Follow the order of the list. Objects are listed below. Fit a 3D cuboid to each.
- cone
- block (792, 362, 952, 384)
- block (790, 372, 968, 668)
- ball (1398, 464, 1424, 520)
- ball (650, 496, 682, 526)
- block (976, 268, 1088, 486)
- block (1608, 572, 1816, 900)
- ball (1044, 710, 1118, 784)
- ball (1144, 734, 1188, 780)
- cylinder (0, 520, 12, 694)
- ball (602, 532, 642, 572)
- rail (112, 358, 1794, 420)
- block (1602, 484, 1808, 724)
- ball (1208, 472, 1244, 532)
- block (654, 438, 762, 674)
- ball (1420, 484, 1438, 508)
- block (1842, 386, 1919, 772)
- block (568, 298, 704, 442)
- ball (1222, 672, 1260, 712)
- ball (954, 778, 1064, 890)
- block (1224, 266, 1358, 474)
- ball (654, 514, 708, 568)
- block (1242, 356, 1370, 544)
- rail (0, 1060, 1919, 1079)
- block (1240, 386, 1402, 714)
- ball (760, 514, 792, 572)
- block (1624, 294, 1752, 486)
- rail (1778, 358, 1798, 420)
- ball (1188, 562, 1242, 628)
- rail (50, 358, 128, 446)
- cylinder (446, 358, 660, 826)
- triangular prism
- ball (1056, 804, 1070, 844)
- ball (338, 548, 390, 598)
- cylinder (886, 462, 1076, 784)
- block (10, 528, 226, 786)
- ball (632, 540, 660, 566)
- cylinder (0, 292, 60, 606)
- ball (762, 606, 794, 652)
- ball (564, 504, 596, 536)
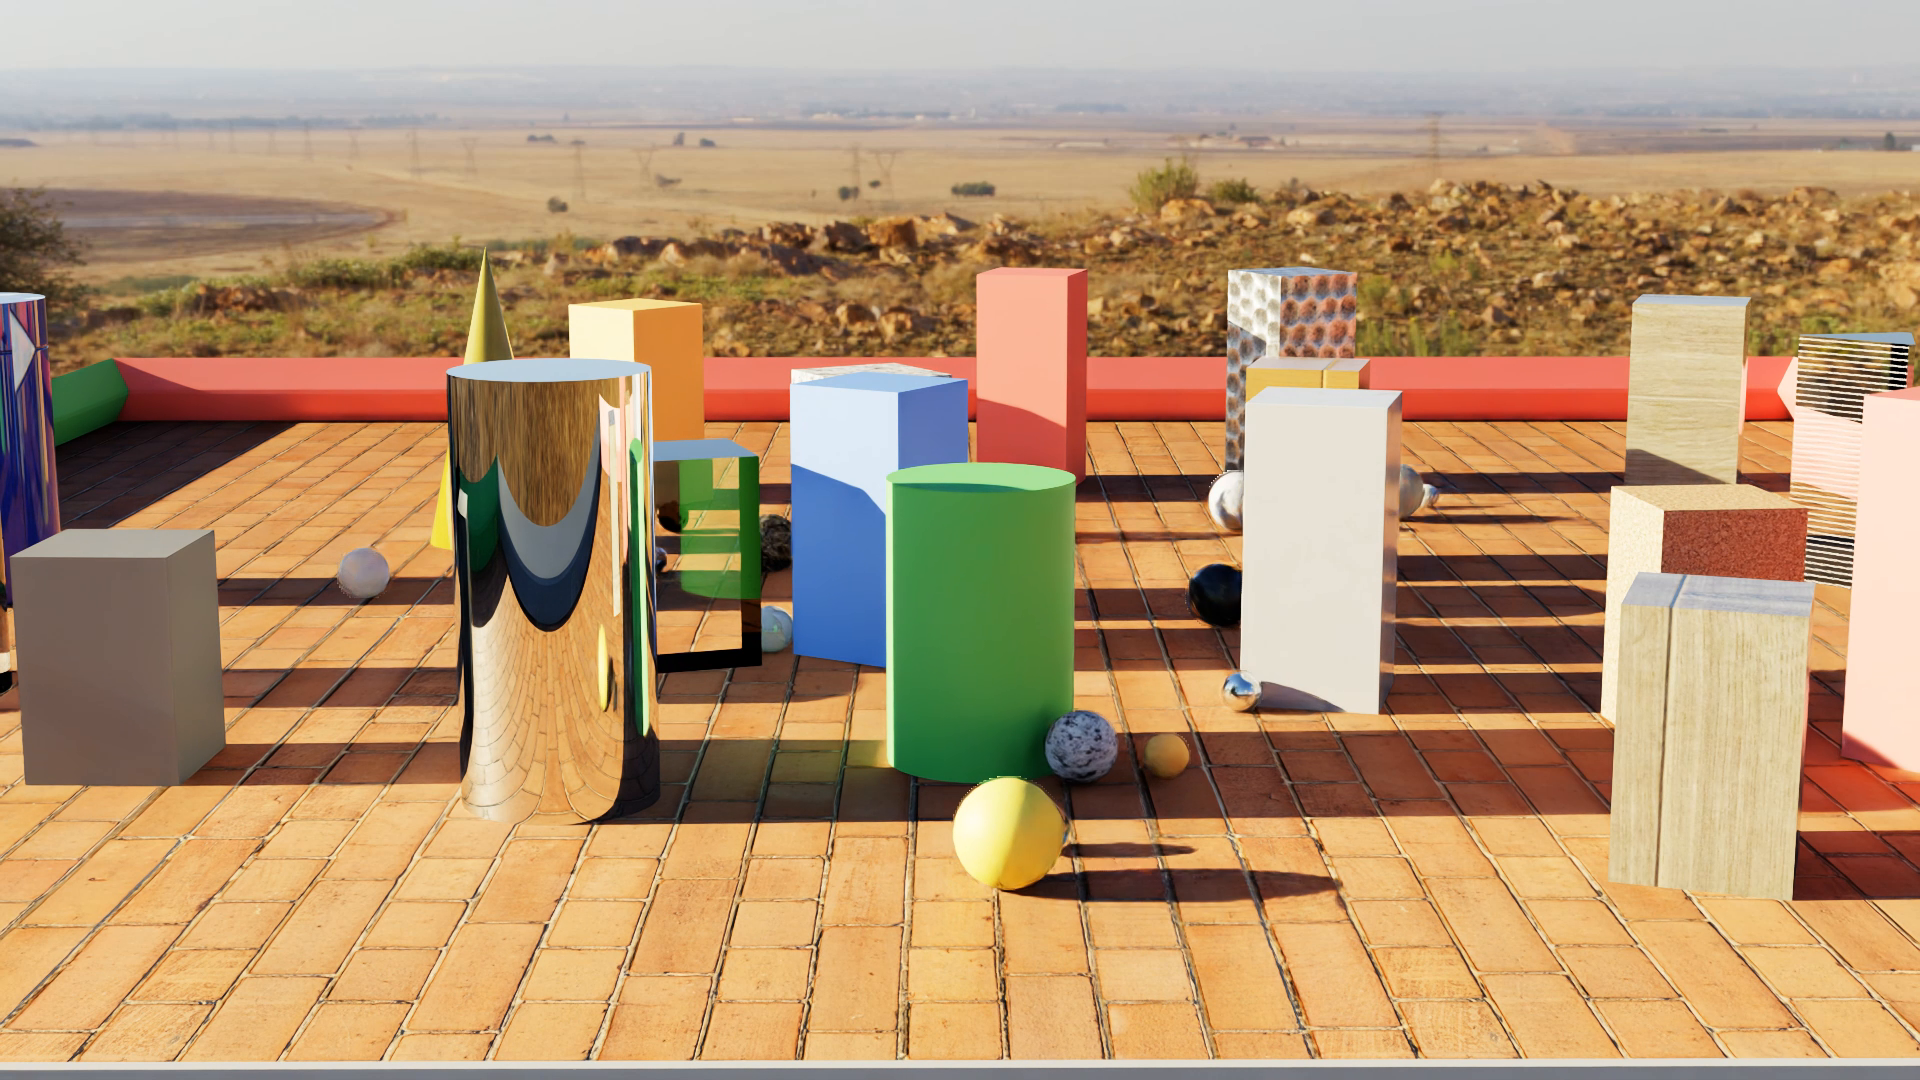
[{"bbox_3d":[-0.723,-0.224,3.950,0.199,0.454,0.199,0,10,0],"label":"cone"},{"bbox_3d":[-0.119,-0.068,3.473,0.159,0.321,0.159,-6,12,-30],"label":"block"},{"bbox_3d":[-0.100,-0.029,3.210,0.159,0.340,0.159,7,12,32],"label":"block"},{"bbox_3d":[0.706,-0.079,4.159,0.092,0.092,0.092,0,10,0],"label":"ball"},{"bbox_3d":[-0.471,-0.047,4.106,0.049,0.049,0.049,0,10,0],"label":"ball"},{"bbox_3d":[0.127,-0.282,4.486,0.159,0.373,0.159,3,11,15],"label":"block"},{"bbox_3d":[0.687,0.174,2.342,0.159,0.256,0.159,4,11,20],"label":"block"},{"bbox_3d":[0.124,0.213,2.634,0.075,0.075,0.075,0,10,0],"label":"ball"},{"bbox_3d":[0.213,0.223,2.651,0.047,0.047,0.047,0,10,0],"label":"ball"},{"bbox_3d":[-1.224,0.012,2.998,0.199,0.337,0.199,0,10,0],"label":"cylinder"},{"bbox_3d":[-0.493,0.018,3.736,0.057,0.057,0.057,0,10,0],"label":"ball"},{"bbox_3d":[-0.011,-0.310,5.306,3.488,0.129,0.045,0,10,0],"label":"rail"},{"bbox_3d":[0.815,0.082,2.822,0.159,0.263,0.159,-1,11,-6],"label":"block"},{"bbox_3d":[0.440,-0.061,4.059,0.094,0.094,0.094,0,10,0],"label":"ball"},{"bbox_3d":[-0.344,0.017,3.179,0.159,0.260,0.159,-4,11,-19],"label":"block"},{"bbox_3d":[0.776,-0.073,4.273,0.040,0.040,0.040,0,10,0],"label":"ball"},{"bbox_3d":[1.053,0.041,2.699,0.159,0.388,0.159,-9,14,-41],"label":"block"},{"bbox_3d":[-0.550,-0.239,4.382,0.159,0.327,0.159,9,14,40],"label":"block"},{"bbox_3d":[0.321,0.173,2.928,0.045,0.045,0.045,0,10,0],"label":"ball"},{"bbox_3d":[0.043,0.263,2.295,0.099,0.099,0.099,0,10,0],"label":"ball"},{"bbox_3d":[0.575,-0.281,4.475,0.159,0.375,0.159,-5,12,-27],"label":"block"},{"bbox_3d":[-0.408,0.002,3.758,0.079,0.079,0.079,0,10,0],"label":"ball"},{"bbox_3d":[0.504,-0.106,3.732,0.159,0.302,0.159,3,11,14],"label":"block"},{"bbox_3d":[0.011,0.377,1.592,3.488,0.129,0.045,0,10,0],"label":"rail"},{"bbox_3d":[0.420,0.008,2.979,0.159,0.351,0.159,3,11,15],"label":"block"},{"bbox_3d":[-0.277,0.005,3.726,0.086,0.086,0.086,0,10,0],"label":"ball"},{"bbox_3d":[1.089,-0.169,3.849,0.159,0.382,0.159,4,11,19],"label":"block"},{"bbox_3d":[1.720,0.031,3.458,0.045,0.129,3.824,0,10,0],"label":"rail"},{"bbox_3d":[0.340,0.072,3.365,0.085,0.085,0.085,0,10,0],"label":"ball"},{"bbox_3d":[-1.720,0.035,3.439,0.045,0.129,3.824,0,10,0],"label":"rail"},{"bbox_3d":[-0.402,0.046,2.548,0.199,0.433,0.199,0,10,0],"label":"cylinder"},{"bbox_3d":[1.300,-0.116,3.651,0.149,0.350,0.172,-9,14,-41],"label":"triangular prism"},{"bbox_3d":[0.080,0.269,2.404,0.048,0.048,0.048,0,10,0],"label":"ball"},{"bbox_3d":[-0.824,0.046,3.548,0.070,0.070,0.070,0,10,0],"label":"ball"},{"bbox_3d":[0.022,0.083,2.707,0.199,0.303,0.199,0,10,0],"label":"cylinder"},{"bbox_3d":[-0.877,0.120,2.683,0.159,0.238,0.159,0,10,1],"label":"block"},{"bbox_3d":[-0.463,0.019,3.776,0.040,0.040,0.040,0,10,0],"label":"ball"},{"bbox_3d":[-1.356,-0.127,3.546,0.199,0.412,0.199,0,10,0],"label":"cylinder"},{"bbox_3d":[-0.237,0.112,3.220,0.059,0.059,0.059,0,10,0],"label":"ball"},{"bbox_3d":[-0.597,-0.032,4.028,0.049,0.049,0.049,0,10,0],"label":"ball"}]
